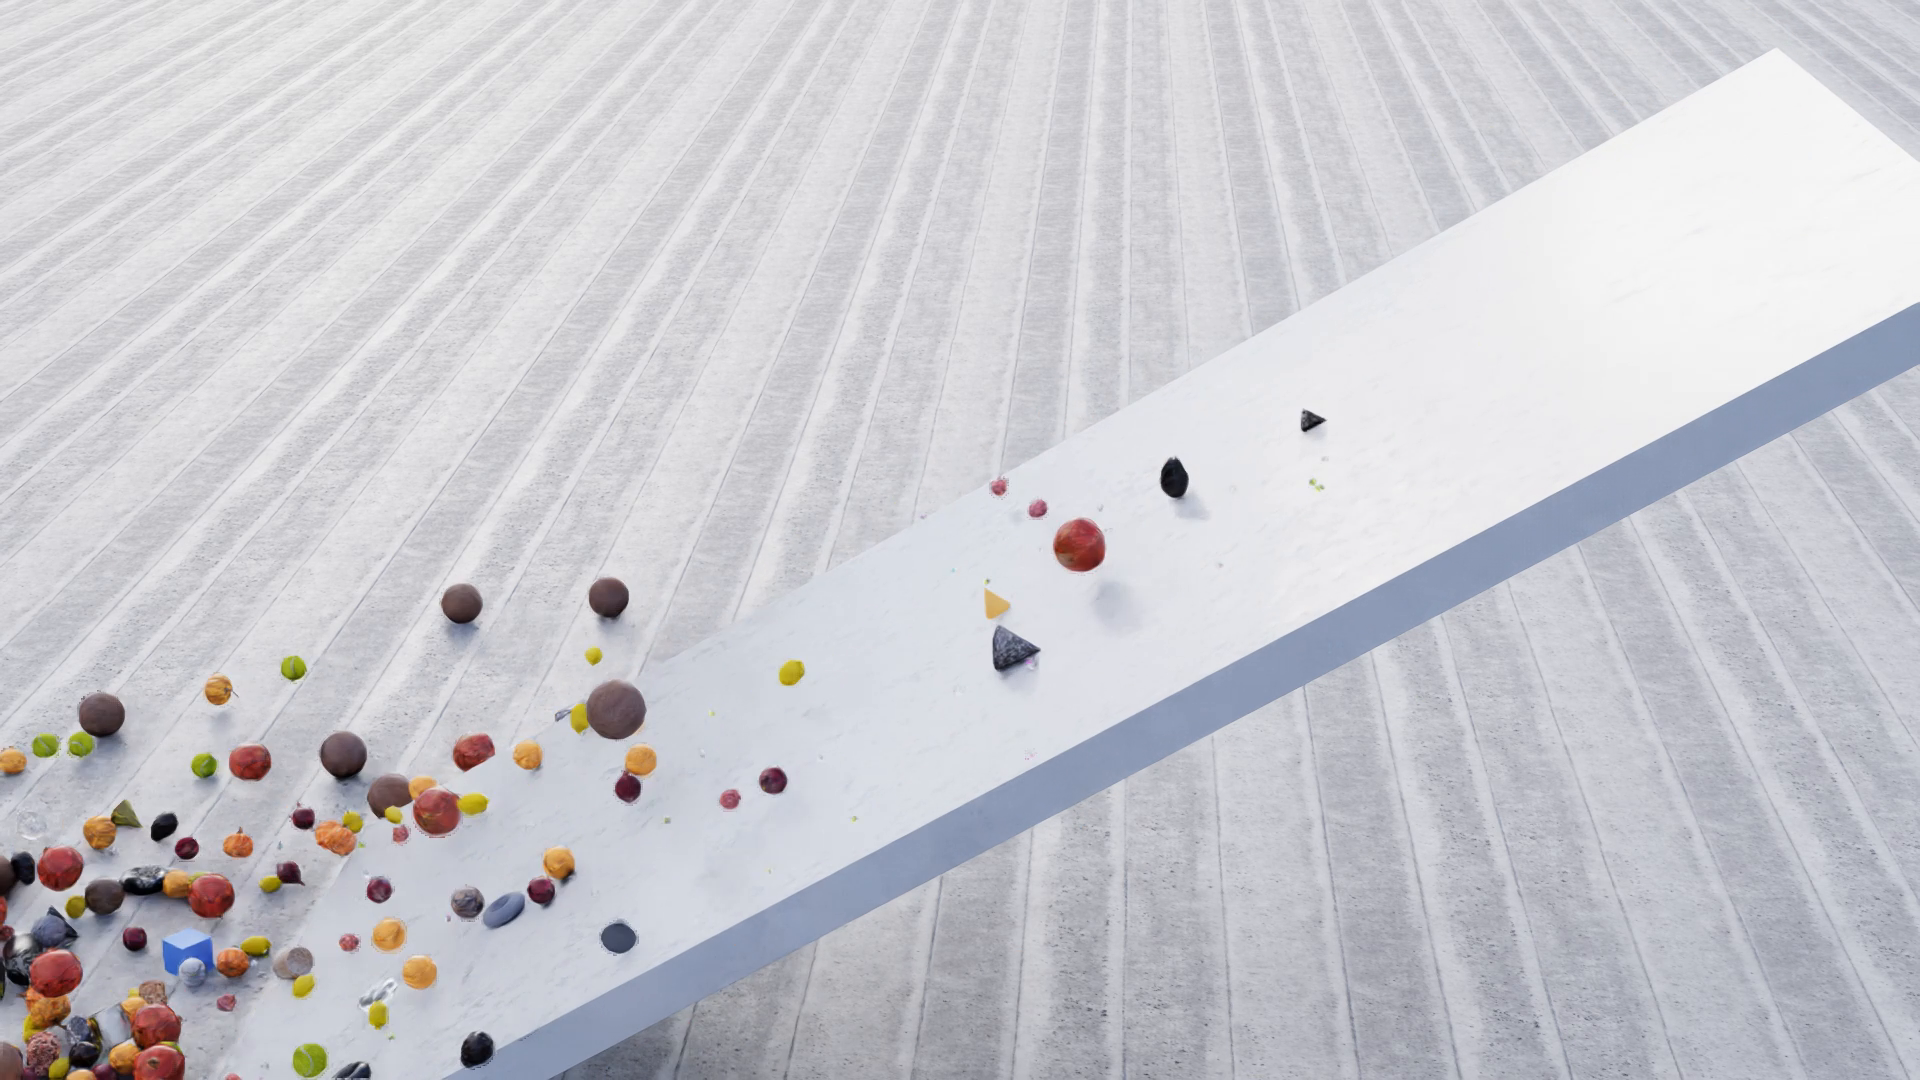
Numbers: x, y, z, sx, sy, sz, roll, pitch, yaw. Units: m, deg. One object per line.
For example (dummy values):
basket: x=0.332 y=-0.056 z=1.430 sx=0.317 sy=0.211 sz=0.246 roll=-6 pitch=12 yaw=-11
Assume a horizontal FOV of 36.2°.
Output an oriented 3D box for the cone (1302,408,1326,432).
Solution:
cone: x=0.747 y=-0.252 z=6.177 sx=0.053 sy=0.053 sz=0.053 roll=1 pitch=19 yaw=15

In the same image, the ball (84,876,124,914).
ball: x=-2.136 y=0.887 z=7.342 sx=0.096 sy=0.096 sz=0.096 roll=0 pitch=19 yaw=0

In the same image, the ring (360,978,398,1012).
ring: x=-1.233 y=0.963 z=6.237 sx=0.093 sy=0.031 sz=0.093 roll=-31 pitch=15 yaw=9

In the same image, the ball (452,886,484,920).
ball: x=-1.054 y=0.777 z=6.299 sx=0.071 sy=0.071 sz=0.071 roll=0 pitch=19 yaw=0

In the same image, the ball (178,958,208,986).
ball: x=-1.822 y=1.026 z=6.982 sx=0.067 sy=0.067 sz=0.067 roll=0 pitch=19 yaw=0

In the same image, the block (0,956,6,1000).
block: x=-2.299 y=1.036 z=6.936 sx=0.079 sy=0.079 sz=0.079 roll=-4 pitch=19 yaw=-10

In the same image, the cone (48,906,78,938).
cone: x=-2.205 y=0.957 z=7.220 sx=0.093 sy=0.093 sz=0.093 roll=24 pitch=17 yaw=-9

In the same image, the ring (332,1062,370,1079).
ring: x=-1.214 y=1.072 z=5.837 sx=0.098 sy=0.033 sz=0.098 roll=-29 pitch=15 yaw=9

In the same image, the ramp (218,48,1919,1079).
ramp: x=0.142 y=0.168 z=6.287 sx=4.000 sy=0.100 sz=2.000 roll=-29 pitch=15 yaw=12

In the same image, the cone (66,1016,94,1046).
cone: x=-1.999 y=1.127 z=6.742 sx=0.071 sy=0.071 sz=0.071 roll=11 pitch=-5 yaw=30

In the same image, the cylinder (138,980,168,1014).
cylinder: x=-1.871 y=1.061 z=6.818 sx=0.059 sy=0.059 sz=0.059 roll=-7 pitch=56 yaw=-19

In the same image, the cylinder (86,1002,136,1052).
cylinder: x=-1.925 y=1.104 z=6.671 sx=0.085 sy=0.085 sz=0.085 roll=-27 pitch=2 yaw=1

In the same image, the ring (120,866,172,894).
ring: x=-2.072 y=0.865 z=7.486 sx=0.131 sy=0.044 sz=0.131 roll=0 pitch=15 yaw=0

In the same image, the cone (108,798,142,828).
cone: x=-2.212 y=0.746 z=7.846 sx=0.080 sy=0.080 sz=0.080 roll=32 pitch=27 yaw=9

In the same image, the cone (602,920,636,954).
cone: x=-0.655 y=0.749 z=5.665 sx=0.067 sy=0.067 sz=0.067 roll=0 pitch=25 yaw=-1

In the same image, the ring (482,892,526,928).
ring: x=-0.972 y=0.788 z=6.269 sx=0.103 sy=0.034 sz=0.103 roll=-30 pitch=16 yaw=9

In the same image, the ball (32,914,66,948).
ball: x=-2.211 y=0.950 z=7.139 sx=0.081 sy=0.081 sz=0.081 roll=0 pitch=19 yaw=0

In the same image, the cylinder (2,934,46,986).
cylinder: x=-2.233 y=1.001 z=7.018 sx=0.091 sy=0.091 sz=0.091 roll=-7 pitch=20 yaw=-20

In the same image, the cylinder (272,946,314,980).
cylinder: x=-1.530 y=0.970 z=6.743 sx=0.068 sy=0.068 sz=0.068 roll=-18 pitch=2 yaw=45

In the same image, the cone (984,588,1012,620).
cone: x=0.066 y=0.125 z=6.256 sx=0.063 sy=0.063 sz=0.063 roll=-30 pitch=15 yaw=9

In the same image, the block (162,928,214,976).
block: x=-1.852 y=0.993 z=7.056 sx=0.082 sy=0.082 sz=0.082 roll=15 pitch=24 yaw=36
